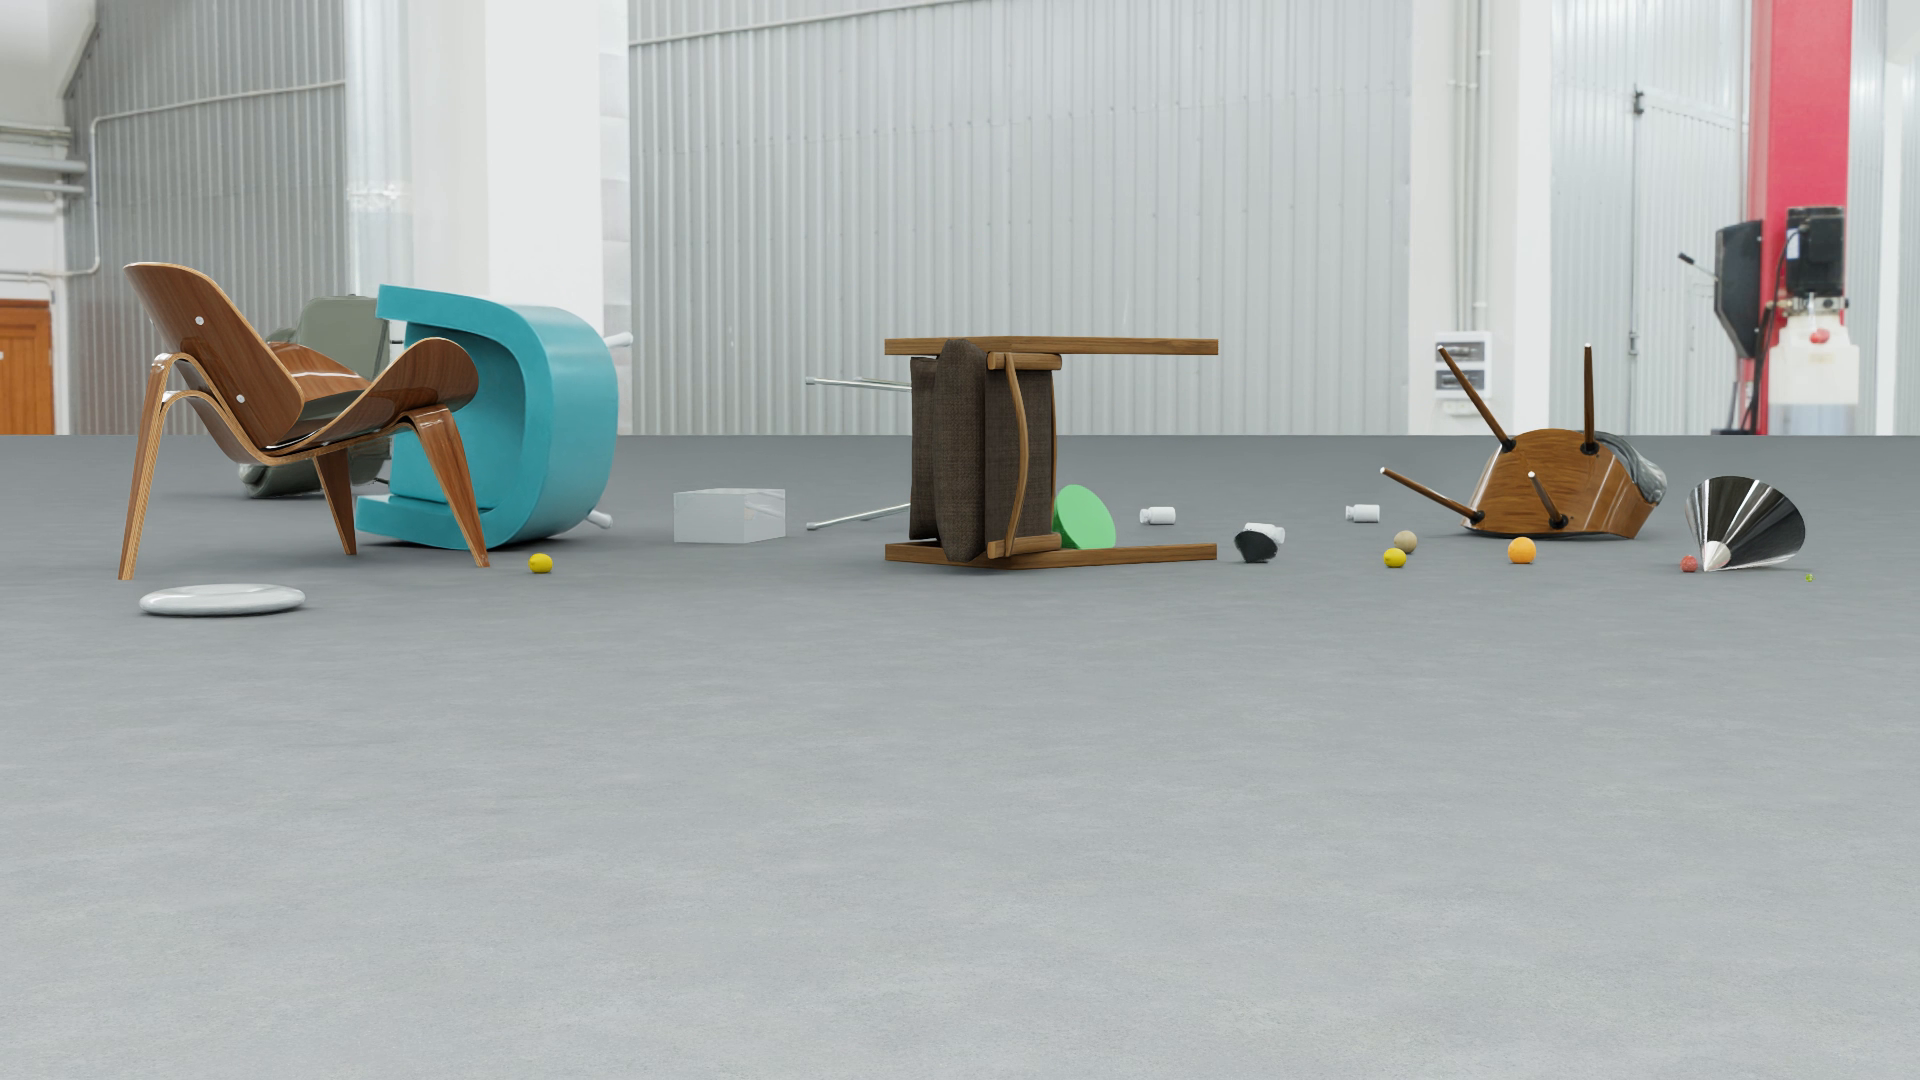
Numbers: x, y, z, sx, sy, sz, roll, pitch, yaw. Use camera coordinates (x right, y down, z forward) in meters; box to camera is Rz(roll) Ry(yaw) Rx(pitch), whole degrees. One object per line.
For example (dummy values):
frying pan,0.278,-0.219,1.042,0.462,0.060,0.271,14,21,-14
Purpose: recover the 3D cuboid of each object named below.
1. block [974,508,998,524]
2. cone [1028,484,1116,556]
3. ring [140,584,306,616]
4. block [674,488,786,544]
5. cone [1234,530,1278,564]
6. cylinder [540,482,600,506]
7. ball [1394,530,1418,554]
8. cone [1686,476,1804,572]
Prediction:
block,0.090,-0.080,7.360,0.080,0.048,0.054,0,4,2
cone,0.264,-0.009,5.982,0.207,0.213,0.291,-29,-10,29
ring,-1.492,0.121,4.454,0.322,0.045,0.315,-1,4,-7
block,-0.687,-0.075,6.589,0.223,0.144,0.326,1,4,17
cone,0.754,0.038,5.690,0.119,0.107,0.067,2,43,33
cylinder,-1.508,-0.179,8.509,0.109,0.085,0.219,-21,-8,32
ball,1.214,0.006,5.992,0.064,0.064,0.064,0,4,0
cone,1.906,0.015,5.481,0.312,0.267,0.234,7,37,44
